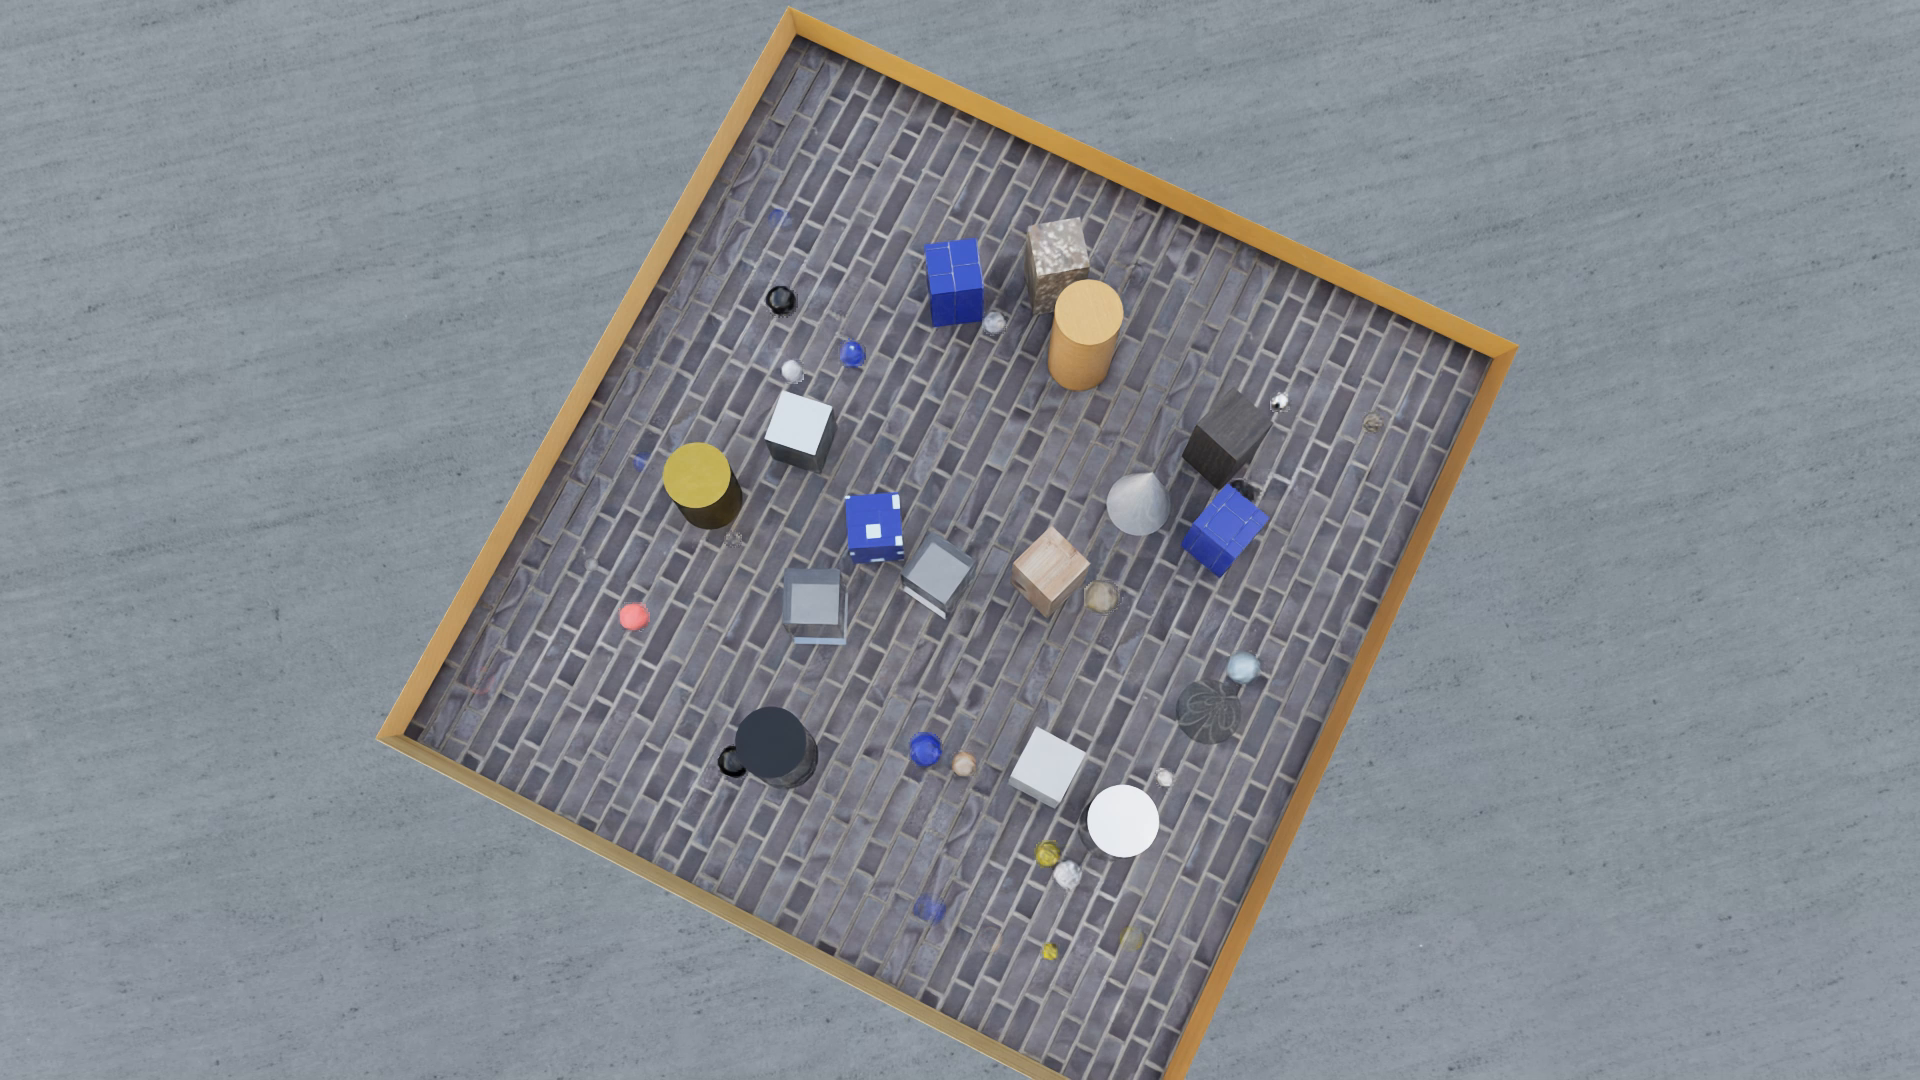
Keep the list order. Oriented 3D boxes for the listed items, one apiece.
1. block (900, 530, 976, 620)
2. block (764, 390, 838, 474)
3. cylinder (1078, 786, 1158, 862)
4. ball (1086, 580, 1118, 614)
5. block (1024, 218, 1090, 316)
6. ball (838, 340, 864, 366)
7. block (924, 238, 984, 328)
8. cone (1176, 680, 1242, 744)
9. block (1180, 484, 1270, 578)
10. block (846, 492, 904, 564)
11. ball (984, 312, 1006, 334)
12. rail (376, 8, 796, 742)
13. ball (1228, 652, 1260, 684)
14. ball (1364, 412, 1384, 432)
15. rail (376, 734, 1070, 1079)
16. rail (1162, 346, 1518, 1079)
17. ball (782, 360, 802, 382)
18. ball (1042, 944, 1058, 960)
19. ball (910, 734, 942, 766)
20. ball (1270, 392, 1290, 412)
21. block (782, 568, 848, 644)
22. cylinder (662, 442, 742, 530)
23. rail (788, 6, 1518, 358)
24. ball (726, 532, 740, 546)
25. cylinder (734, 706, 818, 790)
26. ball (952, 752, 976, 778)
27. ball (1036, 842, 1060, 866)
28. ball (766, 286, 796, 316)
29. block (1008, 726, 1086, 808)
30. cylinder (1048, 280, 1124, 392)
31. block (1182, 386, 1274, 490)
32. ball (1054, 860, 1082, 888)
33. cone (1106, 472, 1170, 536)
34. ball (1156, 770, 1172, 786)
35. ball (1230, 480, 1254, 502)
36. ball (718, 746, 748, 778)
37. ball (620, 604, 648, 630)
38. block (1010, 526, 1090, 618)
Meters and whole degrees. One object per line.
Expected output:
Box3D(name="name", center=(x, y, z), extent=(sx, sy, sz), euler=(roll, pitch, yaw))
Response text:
Box3D(name="block", center=(-0.063, 0.106, 5.454), extent=(0.158, 0.275, 0.158), euler=(34, 80, 7))
Box3D(name="block", center=(-0.480, -0.324, 5.559), extent=(0.158, 0.243, 0.158), euler=(18, 79, 4))
Box3D(name="cylinder", center=(0.450, 0.814, 5.246), extent=(0.197, 0.396, 0.197), euler=(0, 78, 0))
Box3D(name="ball", center=(0.428, 0.173, 5.530), extent=(0.099, 0.099, 0.099), euler=(0, 78, 0))
Box3D(name="block", center=(0.292, -0.833, 5.603), extent=(0.158, 0.364, 0.158), euler=(-10, 78, -2))
Box3D(name="ball", center=(-0.337, -0.580, 5.697), extent=(0.078, 0.078, 0.078), euler=(0, 78, 0))
Box3D(name="block", center=(-0.017, -0.786, 5.621), extent=(0.158, 0.310, 0.158), euler=(-8, 78, -2))
Box3D(name="cone", center=(0.748, 0.482, 5.343), extent=(0.197, 0.341, 0.197), euler=(0, 78, 0))
Box3D(name="block", center=(0.786, -0.024, 5.458), extent=(0.158, 0.321, 0.158), euler=(40, 81, 8))
Box3D(name="block", center=(-0.254, -0.034, 5.503), extent=(0.158, 0.237, 0.158), euler=(-4, 78, -1))
Box3D(name="ball", center=(0.108, -0.679, 5.723), extent=(0.067, 0.067, 0.067), euler=(0, 78, 0))
Box3D(name="rail", center=(-1.109, -0.536, 5.661), extent=(0.045, 0.128, 2.609), euler=(26, 80, 5))
Box3D(name="ball", center=(0.850, 0.383, 5.487), extent=(0.098, 0.098, 0.098), euler=(0, 78, 0))
Box3D(name="ball", center=(1.277, -0.364, 5.661), extent=(0.060, 0.060, 0.060), euler=(0, 78, 0))
Box3D(name="rail", center=(-0.573, 1.129, 5.316), extent=(2.527, 0.128, 0.045), euler=(26, 80, 5))
Box3D(name="rail", center=(1.109, 0.550, 5.436), extent=(0.045, 0.128, 2.609), euler=(26, 80, 5))
Box3D(name="ball", center=(-0.522, -0.525, 5.691), extent=(0.067, 0.067, 0.067), euler=(0, 78, 0))
Box3D(name="ball", center=(0.264, 1.200, 5.344), extent=(0.048, 0.048, 0.048), euler=(0, 78, 0))
Box3D(name="ball", center=(-0.103, 0.625, 5.438), extent=(0.096, 0.096, 0.096), euler=(0, 78, 0))
Box3D(name="ball", center=(0.992, -0.428, 5.676), extent=(0.058, 0.058, 0.058), euler=(0, 78, 0))
Box3D(name="block", center=(-0.421, 0.199, 5.376), extent=(0.158, 0.390, 0.158), euler=(1, 78, 0))
Box3D(name="cylinder", center=(-0.768, -0.159, 5.495), extent=(0.197, 0.303, 0.197), euler=(0, 78, 0))
Box3D(name="rail", center=(0.573, -1.115, 5.781), extent=(2.527, 0.128, 0.045), euler=(26, 80, 5))
Box3D(name="ball", center=(-0.691, 0.000, 5.595), extent=(0.043, 0.043, 0.043), euler=(0, 78, 0))
Box3D(name="cylinder", center=(-0.522, 0.602, 5.265), extent=(0.197, 0.444, 0.197), euler=(0, 78, 0))
Box3D(name="ball", center=(0.013, 0.666, 5.441), extent=(0.074, 0.074, 0.074), euler=(0, 78, 0))
Box3D(name="ball", center=(0.259, 0.924, 5.389), extent=(0.071, 0.071, 0.071), euler=(0, 78, 0))
Box3D(name="ball", center=(-0.560, -0.747, 5.723), extent=(0.094, 0.094, 0.094), euler=(0, 78, 0))
Box3D(name="block", center=(0.249, 0.664, 5.321), extent=(0.158, 0.309, 0.158), euler=(28, 80, 5))
Box3D(name="cylinder", center=(0.371, -0.608, 5.503), extent=(0.197, 0.470, 0.197), euler=(0, 78, 0))
Box3D(name="block", center=(0.796, -0.299, 5.486), extent=(0.158, 0.376, 0.158), euler=(44, 82, 8))
Box3D(name="ball", center=(0.317, 0.981, 5.372), extent=(0.081, 0.081, 0.081), euler=(0, 78, 0))
Box3D(name="cone", center=(0.550, -0.152, 5.436), extent=(0.197, 0.415, 0.197), euler=(0, 78, 0))
Box3D(name="ball", center=(0.608, 0.708, 5.446), extent=(0.048, 0.048, 0.048), euler=(0, 78, 0))
Box3D(name="ball", center=(0.851, -0.138, 5.598), extent=(0.091, 0.091, 0.091), euler=(0, 78, 0))
Box3D(name="ball", center=(-0.667, 0.657, 5.431), extent=(0.097, 0.097, 0.097), euler=(0, 78, 0))
Box3D(name="ball", center=(-0.986, 0.232, 5.526), extent=(0.083, 0.083, 0.083), euler=(0, 78, 0))
Box3D(name="block", center=(0.264, 0.099, 5.436), extent=(0.158, 0.313, 0.158), euler=(-44, 82, -8))
